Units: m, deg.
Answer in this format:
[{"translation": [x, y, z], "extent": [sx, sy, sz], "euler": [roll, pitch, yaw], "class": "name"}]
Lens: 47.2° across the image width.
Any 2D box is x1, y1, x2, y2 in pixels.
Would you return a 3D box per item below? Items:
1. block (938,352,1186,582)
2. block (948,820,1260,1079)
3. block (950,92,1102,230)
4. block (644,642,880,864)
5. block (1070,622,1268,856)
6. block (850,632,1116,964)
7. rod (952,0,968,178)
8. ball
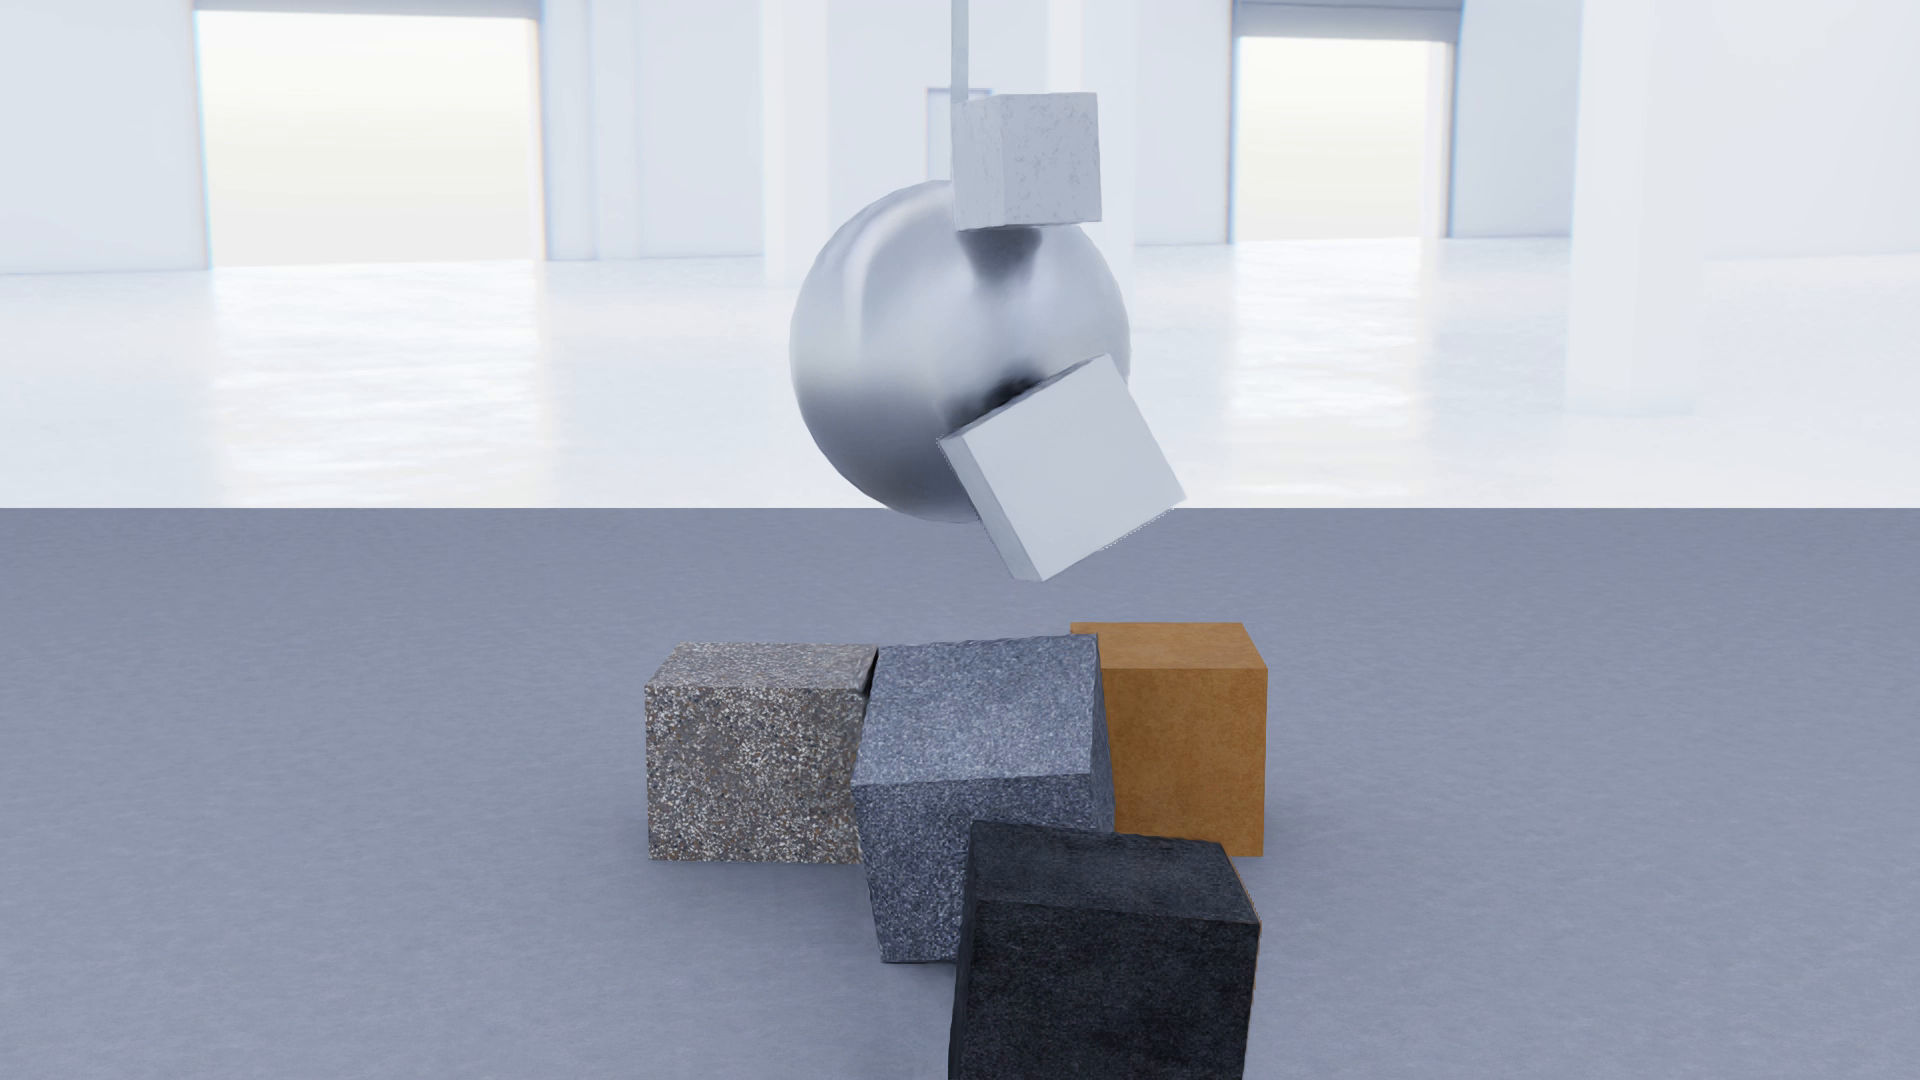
[{"translation": [0.412, -0.294, 9.065], "extent": [0.677, 0.665, 0.630], "euler": [-30, 5, -7], "class": "block"}, {"translation": [0.467, 1.607, 7.711], "extent": [0.928, 0.940, 0.995], "euler": [5, 7, -2], "class": "block"}, {"translation": [0.279, -1.611, 9.381], "extent": [0.454, 0.535, 0.501], "euler": [-6, 7, -24], "class": "block"}, {"translation": [-0.981, 1.065, 11.233], "extent": [1.060, 0.885, 0.969], "euler": [1, 10, 3], "class": "block"}, {"translation": [1.047, 1.007, 11.347], "extent": [0.919, 0.958, 1.042], "euler": [0, 10, 0], "class": "block"}, {"translation": [0.139, 1.123, 9.690], "extent": [0.990, 0.938, 1.086], "euler": [-4, 29, 8], "class": "block"}, {"translation": [0.000, -4.270, 10.066], "extent": [0.080, 5.200, 0.080], "euler": [0, 3, 0], "class": "rod"}, {"translation": [0.000, -0.875, 10.241], "extent": [1.600, 1.600, 1.600], "euler": [0, 10, 0], "class": "ball"}]
